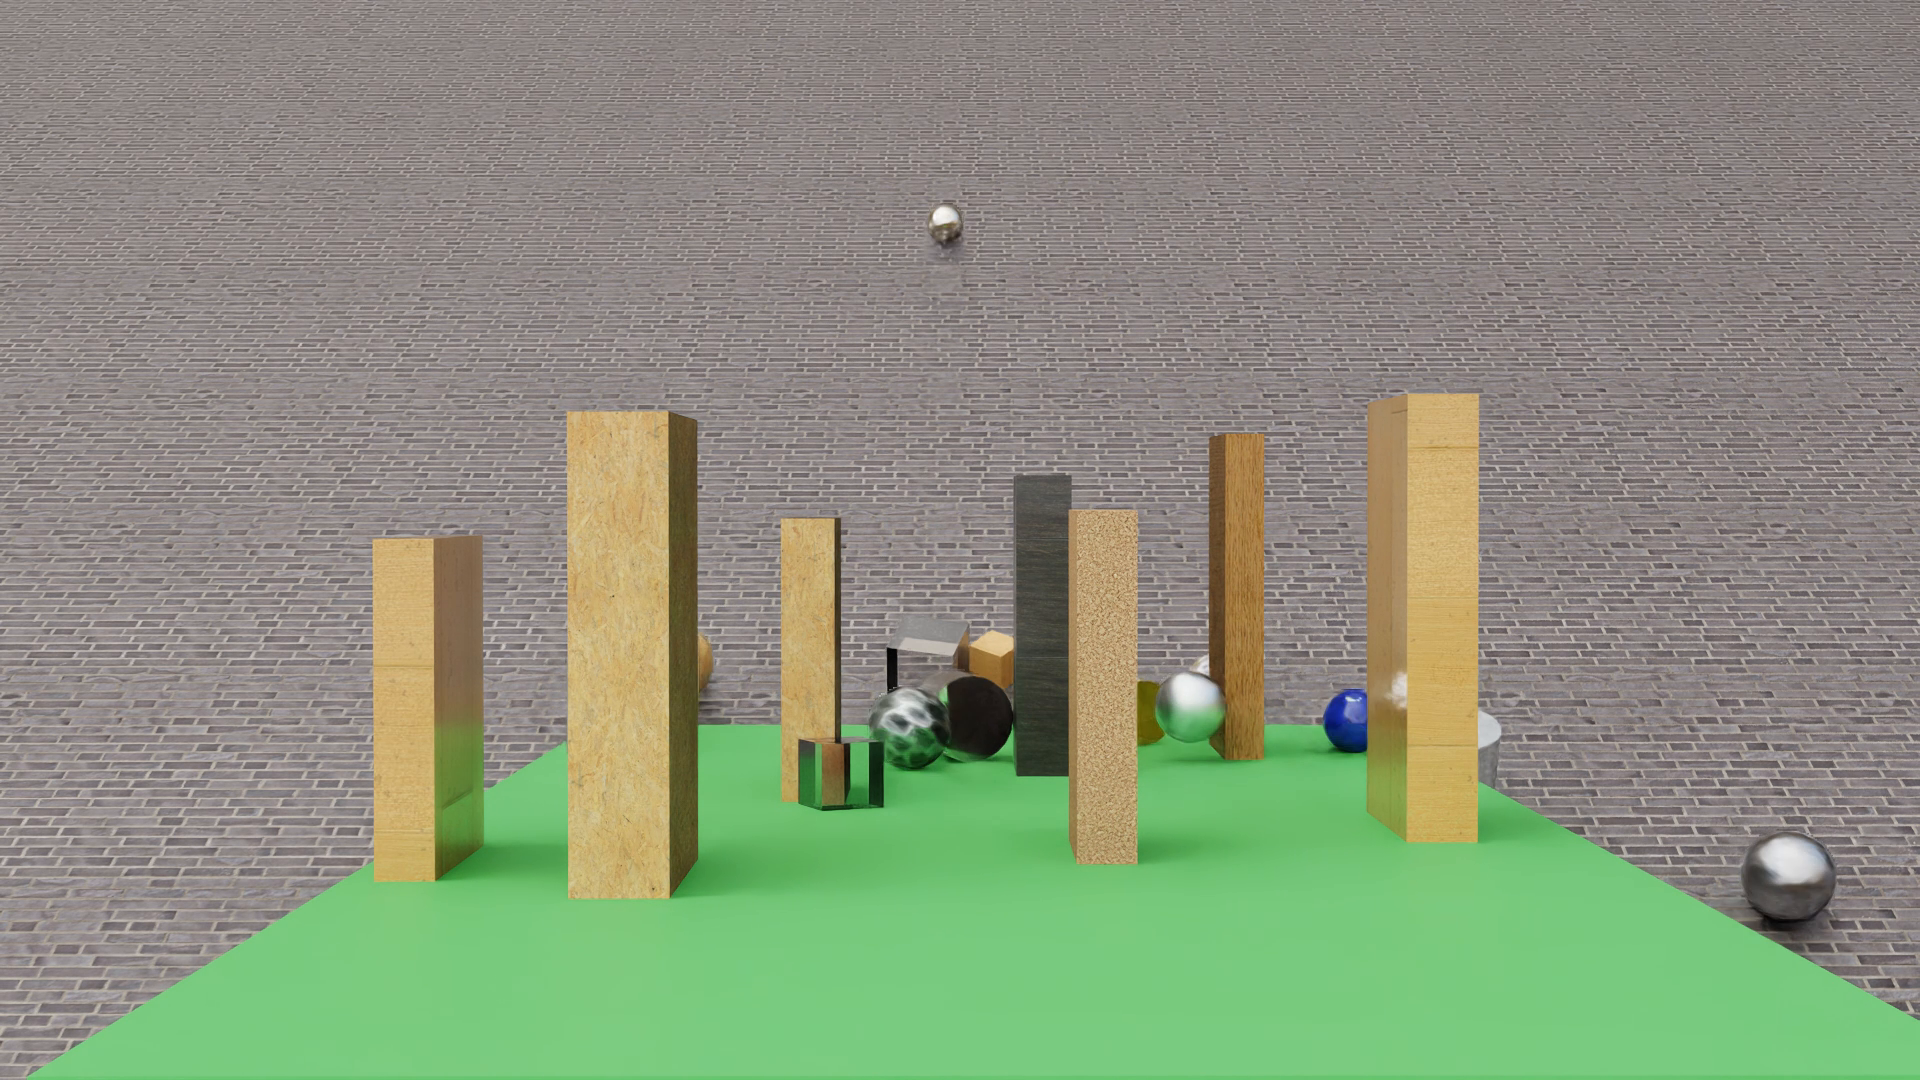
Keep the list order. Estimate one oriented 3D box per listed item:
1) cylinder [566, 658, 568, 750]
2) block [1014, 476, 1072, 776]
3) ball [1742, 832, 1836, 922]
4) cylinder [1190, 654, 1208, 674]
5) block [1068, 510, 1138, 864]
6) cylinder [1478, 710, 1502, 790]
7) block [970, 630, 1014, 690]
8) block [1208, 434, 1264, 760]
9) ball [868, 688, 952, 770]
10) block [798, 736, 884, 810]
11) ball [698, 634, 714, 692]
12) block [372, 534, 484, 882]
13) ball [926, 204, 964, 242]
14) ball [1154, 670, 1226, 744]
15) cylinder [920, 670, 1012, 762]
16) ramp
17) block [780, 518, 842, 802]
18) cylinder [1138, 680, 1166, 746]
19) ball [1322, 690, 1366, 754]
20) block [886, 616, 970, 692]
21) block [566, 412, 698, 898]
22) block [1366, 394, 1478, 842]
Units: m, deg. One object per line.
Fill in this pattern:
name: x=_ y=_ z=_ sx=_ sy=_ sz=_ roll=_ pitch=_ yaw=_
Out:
cylinder: x=-0.808 y=0.379 z=5.989 sx=0.207 sy=0.207 sz=0.207 roll=0 pitch=1 yaw=0
block: x=0.174 y=0.176 z=5.515 sx=0.115 sy=0.626 sz=0.294 roll=0 pitch=1 yaw=0
ball: x=1.914 y=0.778 z=5.964 sx=0.209 sy=0.209 sz=0.209 roll=0 pitch=27 yaw=0
cylinder: x=0.686 y=0.385 z=6.817 sx=0.128 sy=0.128 sz=0.128 roll=-12 pitch=29 yaw=-21
block: x=0.232 y=0.231 z=4.231 sx=0.096 sy=0.560 sz=0.304 roll=0 pitch=1 yaw=0
cylinder: x=1.233 y=0.551 z=6.414 sx=0.202 sy=0.202 sz=0.202 roll=0 pitch=27 yaw=0
block: x=0.097 y=0.324 z=6.958 sx=0.105 sy=0.105 sz=0.105 roll=18 pitch=32 yaw=31
block: x=0.628 y=0.123 z=5.883 sx=0.086 sy=0.721 sz=0.366 roll=0 pitch=1 yaw=0
ball: x=-0.107 y=0.402 z=5.506 sx=0.176 sy=0.176 sz=0.176 roll=0 pitch=27 yaw=0
block: x=-0.225 y=0.439 z=4.863 sx=0.124 sy=0.124 sz=0.124 roll=0 pitch=1 yaw=-24
ball: x=-0.751 y=0.327 z=6.859 sx=0.192 sy=0.192 sz=0.192 roll=0 pitch=27 yaw=0
block: x=-0.841 y=0.254 z=4.105 sx=0.092 sy=0.519 sz=0.405 roll=0 pitch=1 yaw=0
ball: x=-0.057 y=-1.212 z=9.899 sx=0.144 sy=0.144 sz=0.144 roll=0 pitch=27 yaw=0
ball: x=0.507 y=0.368 z=5.684 sx=0.159 sy=0.159 sz=0.159 roll=0 pitch=27 yaw=0
cylinder: x=0.002 y=0.391 z=5.754 sx=0.189 sy=0.189 sz=0.189 roll=-7 pitch=3 yaw=-14
ramp: x=0.062 y=0.555 z=4.592 sx=2.000 sy=0.100 sz=4.000 roll=0 pitch=1 yaw=0
block: x=-0.290 y=0.227 z=5.059 sx=0.102 sy=0.540 sz=0.276 roll=0 pitch=1 yaw=0
cylinder: x=0.398 y=0.403 z=6.096 sx=0.153 sy=0.153 sz=0.153 roll=-13 pitch=6 yaw=-23
ball: x=0.895 y=0.412 z=5.862 sx=0.143 sy=0.143 sz=0.143 roll=0 pitch=27 yaw=0
block: x=-0.084 y=0.332 z=6.864 sx=0.179 sy=0.179 sz=0.179 roll=7 pitch=28 yaw=13
block: x=-0.494 y=0.163 z=3.940 sx=0.146 sy=0.705 sz=0.415 roll=0 pitch=1 yaw=0
block: x=0.811 y=0.128 z=4.550 sx=0.119 sy=0.754 sz=0.425 roll=0 pitch=1 yaw=0
